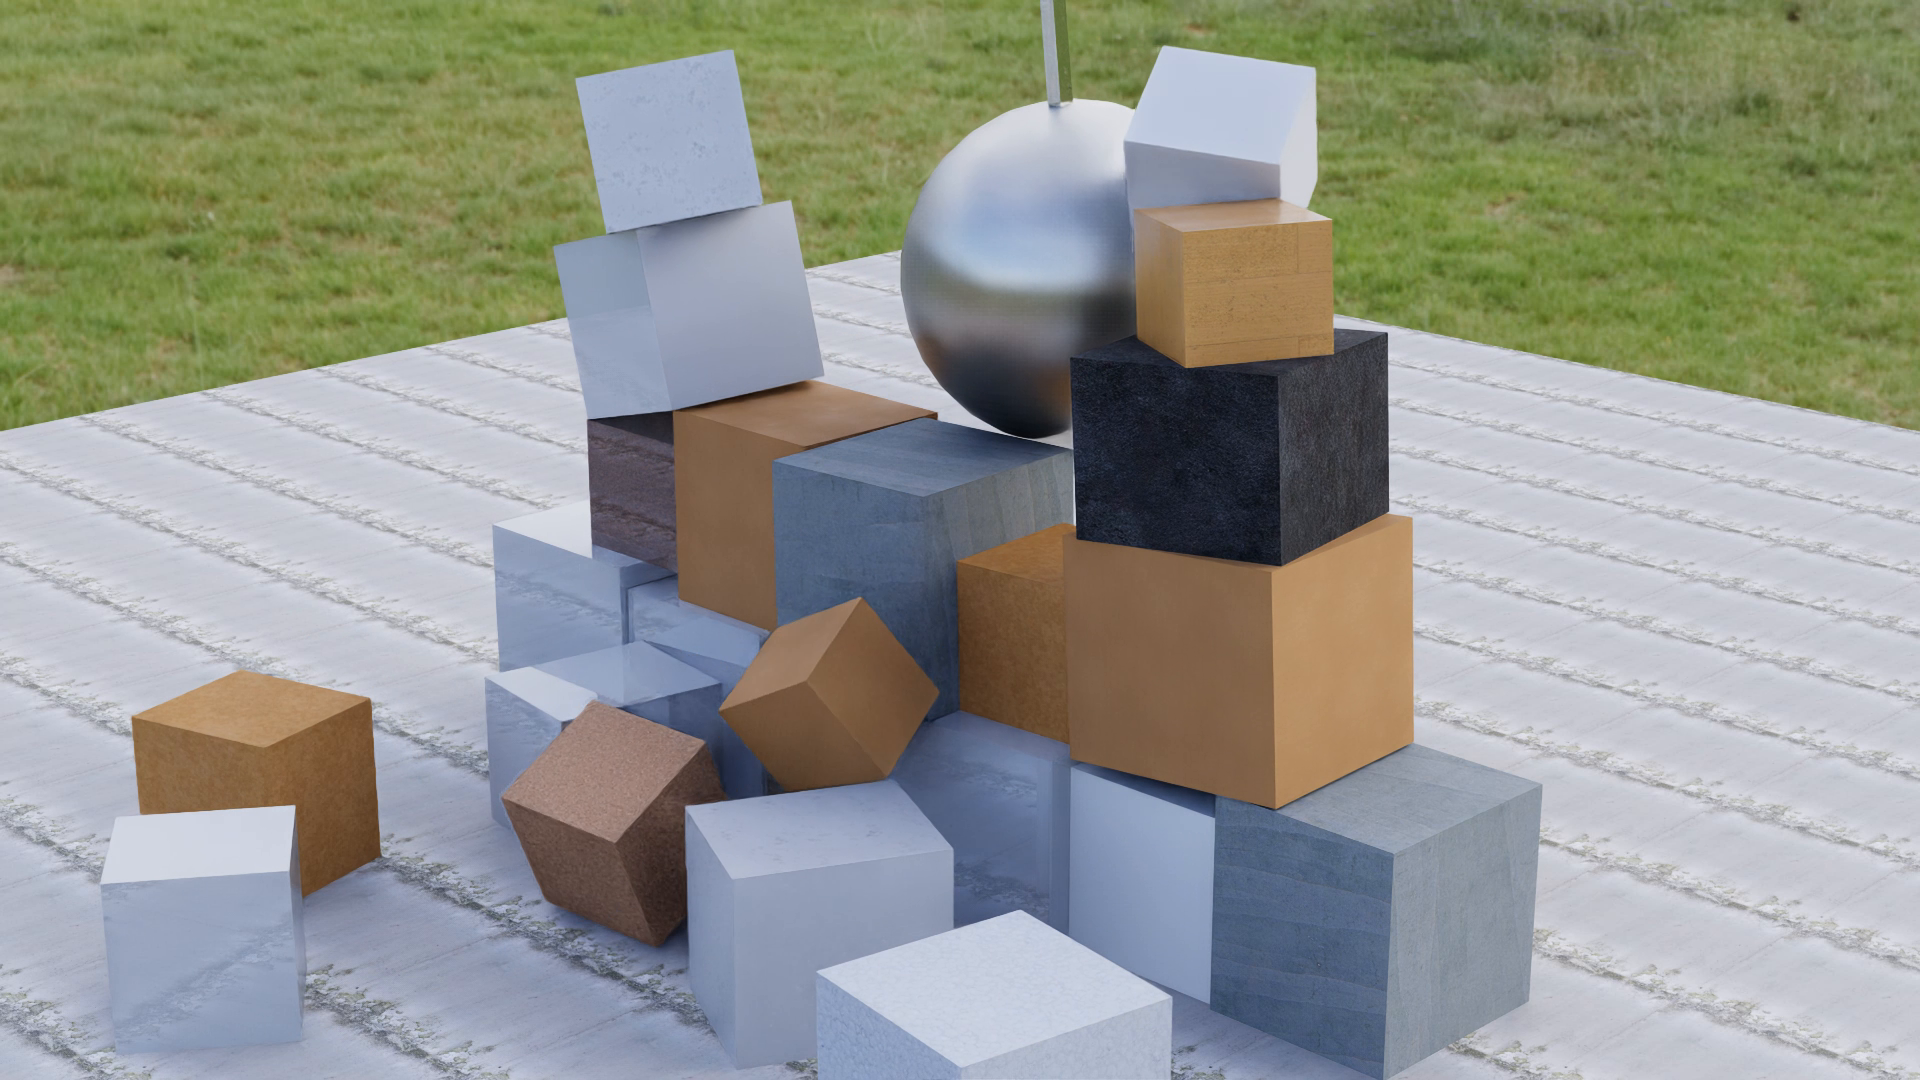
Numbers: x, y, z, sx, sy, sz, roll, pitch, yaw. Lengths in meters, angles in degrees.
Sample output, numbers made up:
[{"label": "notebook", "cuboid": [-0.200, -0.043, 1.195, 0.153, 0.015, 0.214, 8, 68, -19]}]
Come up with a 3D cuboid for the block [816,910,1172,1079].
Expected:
[{"label": "block", "cuboid": [0.114, 2.003, 10.405, 0.899, 0.940, 0.885, -12, 21, -34]}]

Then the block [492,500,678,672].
[{"label": "block", "cuboid": [-1.637, 0.424, 15.199, 1.110, 1.077, 1.036, -17, 24, -42]}]

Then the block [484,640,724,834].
[{"label": "block", "cuboid": [-1.686, 1.004, 13.944, 0.860, 0.723, 0.739, -13, 21, -35]}]

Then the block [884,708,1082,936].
[{"label": "block", "cuboid": [0.403, 1.139, 13.225, 0.987, 0.896, 1.133, 15, 23, 40]}]

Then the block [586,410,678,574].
[{"label": "block", "cuboid": [-1.321, -0.295, 14.617, 0.774, 0.645, 0.714, -17, 24, -42]}]

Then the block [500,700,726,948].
[{"label": "block", "cuboid": [-1.468, 1.238, 12.838, 0.656, 0.682, 0.638, 17, 50, 32]}]

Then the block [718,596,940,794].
[{"label": "block", "cuboid": [-0.558, 0.694, 12.582, 0.565, 0.564, 0.549, -21, 26, 42]}]

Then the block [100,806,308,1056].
[{"label": "block", "cuboid": [-3.087, 1.591, 12.035, 0.728, 0.749, 0.687, -3, 18, -10]}]

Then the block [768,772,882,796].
[{"label": "block", "cuboid": [-0.275, 0.966, 13.896, 0.912, 0.825, 0.904, 17, 24, 42]}]

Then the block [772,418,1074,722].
[{"label": "block", "cuboid": [-0.159, 0.108, 13.315, 0.918, 1.023, 1.004, 14, 22, 40]}]

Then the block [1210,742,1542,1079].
[{"label": "block", "cuboid": [1.704, 1.469, 12.044, 0.998, 0.974, 0.892, -17, 24, -42]}]

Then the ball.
[{"label": "ball", "cuboid": [0.522, -1.226, 13.504, 1.600, 1.600, 1.600, 0, 17, 0]}]

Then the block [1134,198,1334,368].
[{"label": "block", "cuboid": [1.095, -1.042, 11.786, 0.613, 0.537, 0.658, -6, 15, -12]}]

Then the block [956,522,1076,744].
[{"label": "block", "cuboid": [0.516, 0.410, 12.879, 0.756, 0.700, 0.724, 14, 23, 40]}]

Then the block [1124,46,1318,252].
[{"label": "block", "cuboid": [1.116, -1.610, 12.453, 0.665, 0.657, 0.590, 11, 54, 16]}]

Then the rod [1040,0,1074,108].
[{"label": "rod", "cuboid": [0.226, -4.356, 12.210, 0.080, 5.200, 0.080, 17, 31, 42]}]

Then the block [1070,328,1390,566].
[{"label": "block", "cuboid": [1.114, -0.426, 11.990, 0.948, 0.759, 0.933, 8, 18, 34]}]

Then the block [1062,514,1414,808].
[{"label": "block", "cuboid": [1.165, 0.413, 12.205, 1.058, 0.976, 0.988, 11, 20, 41]}]

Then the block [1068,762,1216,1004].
[{"label": "block", "cuboid": [1.076, 1.357, 12.634, 0.825, 0.835, 0.888, 16, 24, 42]}]

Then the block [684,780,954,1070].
[{"label": "block", "cuboid": [-0.581, 1.558, 12.011, 0.909, 0.824, 0.776, -6, 18, -18]}]

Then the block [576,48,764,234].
[{"label": "block", "cuboid": [-1.383, -1.880, 13.940, 0.740, 0.723, 0.757, -11, 6, -5]}]

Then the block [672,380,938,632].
[{"label": "block", "cuboid": [-0.734, -0.159, 14.051, 0.849, 0.953, 0.934, -17, 24, -42]}]

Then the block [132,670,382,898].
[{"label": "block", "cuboid": [-3.215, 1.133, 13.432, 0.787, 0.784, 0.714, 9, 20, 28]}]

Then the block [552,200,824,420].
[{"label": "block", "cuboid": [-1.330, -1.123, 14.362, 0.880, 0.869, 0.834, -15, 8, -35]}]

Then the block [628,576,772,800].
[{"label": "block", "cuboid": [-0.916, 0.692, 14.537, 0.973, 0.963, 1.043, 17, 24, 42]}]
